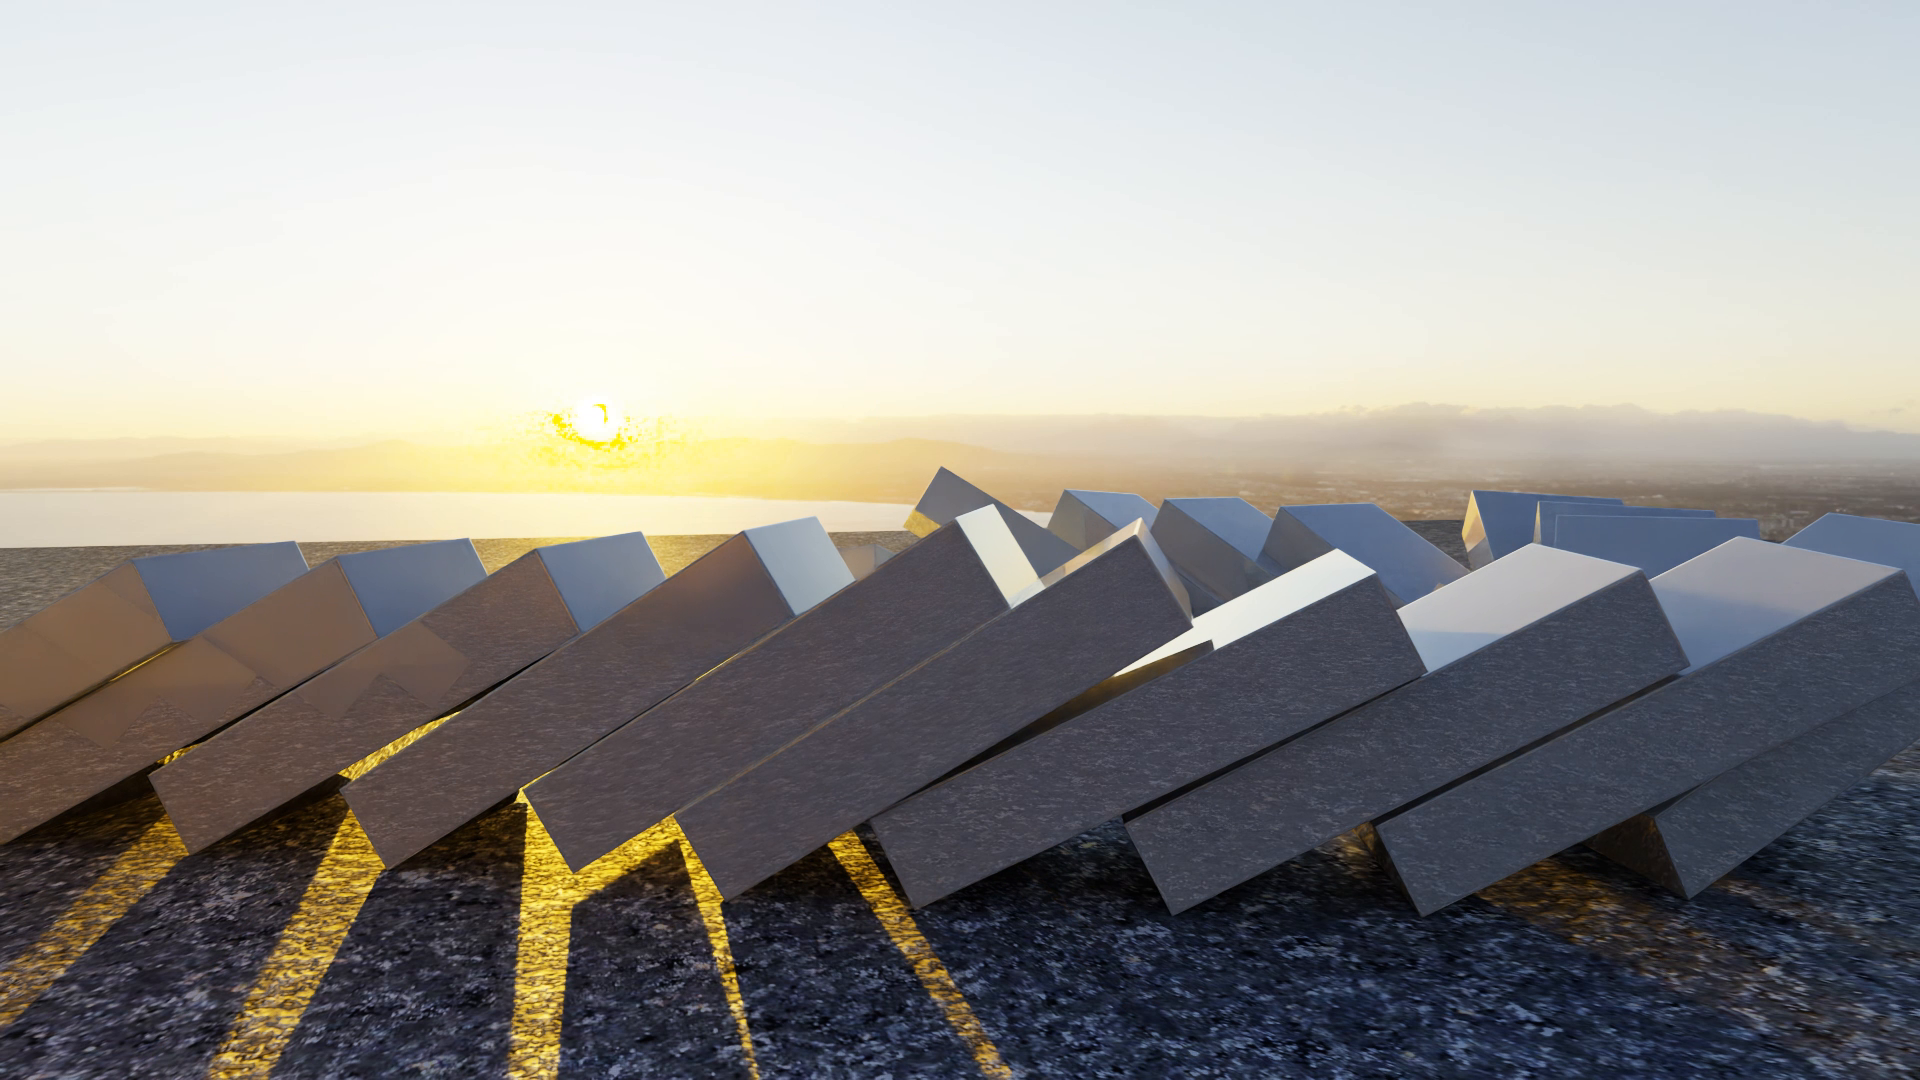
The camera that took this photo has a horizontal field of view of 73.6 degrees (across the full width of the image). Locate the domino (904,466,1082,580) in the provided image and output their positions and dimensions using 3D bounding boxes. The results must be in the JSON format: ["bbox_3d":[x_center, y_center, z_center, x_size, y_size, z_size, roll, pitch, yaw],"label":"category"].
[{"bbox_3d":[0.014,0.005,0.245,0.050,0.009,0.025,31,-9,-3],"label":"domino"}]

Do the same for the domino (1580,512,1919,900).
[{"bbox_3d":[0.084,0.015,0.134,0.050,0.009,0.025,-31,14,-8],"label":"domino"}]

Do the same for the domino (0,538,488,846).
[{"bbox_3d":[-0.080,0.016,0.144,0.050,0.009,0.025,-27,0,10],"label":"domino"}]

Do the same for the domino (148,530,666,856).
[{"bbox_3d":[-0.058,0.016,0.140,0.050,0.009,0.025,-29,-1,10],"label":"domino"}]

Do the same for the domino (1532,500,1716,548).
[{"bbox_3d":[0.098,0.012,0.186,0.025,0.010,0.050,4,34,20],"label":"domino"}]

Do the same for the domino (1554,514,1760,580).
[{"bbox_3d":[0.089,0.014,0.164,0.025,0.009,0.050,2,33,26],"label":"domino"}]

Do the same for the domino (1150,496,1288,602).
[{"bbox_3d":[0.062,0.008,0.245,0.025,0.010,0.050,-3,33,-43],"label":"domino"}]

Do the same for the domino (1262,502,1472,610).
[{"bbox_3d":[0.081,0.010,0.229,0.025,0.009,0.050,-3,32,-30],"label":"domino"}]

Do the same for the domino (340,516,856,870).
[{"bbox_3d":[-0.037,0.015,0.136,0.050,0.009,0.025,-32,-1,10],"label":"domino"}]

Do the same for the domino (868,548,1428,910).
[{"bbox_3d":[0.018,0.017,0.125,0.050,0.010,0.025,-27,0,10],"label":"domino"}]

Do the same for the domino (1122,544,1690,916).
[{"bbox_3d":[0.040,0.017,0.125,0.050,0.010,0.025,-28,3,5],"label":"domino"}]

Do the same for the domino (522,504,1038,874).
[{"bbox_3d":[-0.017,0.014,0.131,0.050,0.009,0.025,-32,-1,10],"label":"domino"}]

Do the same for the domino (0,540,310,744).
[{"bbox_3d":[-0.102,0.016,0.146,0.050,0.010,0.025,-26,0,10],"label":"domino"}]

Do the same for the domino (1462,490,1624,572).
[{"bbox_3d":[0.099,0.010,0.208,0.025,0.009,0.050,4,34,9],"label":"domino"}]

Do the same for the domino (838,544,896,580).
[{"bbox_3d":[-0.011,0.013,0.196,0.025,0.009,0.050,-8,-19,26],"label":"domino"}]

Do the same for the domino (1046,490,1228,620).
[{"bbox_3d":[0.044,0.006,0.260,0.025,0.009,0.050,1,30,-46],"label":"domino"}]

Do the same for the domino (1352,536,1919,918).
[{"bbox_3d":[0.062,0.017,0.125,0.050,0.010,0.025,-28,5,5],"label":"domino"}]

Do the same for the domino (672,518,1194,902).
[{"bbox_3d":[-0.001,0.016,0.127,0.050,0.010,0.025,-32,-1,10],"label":"domino"}]
